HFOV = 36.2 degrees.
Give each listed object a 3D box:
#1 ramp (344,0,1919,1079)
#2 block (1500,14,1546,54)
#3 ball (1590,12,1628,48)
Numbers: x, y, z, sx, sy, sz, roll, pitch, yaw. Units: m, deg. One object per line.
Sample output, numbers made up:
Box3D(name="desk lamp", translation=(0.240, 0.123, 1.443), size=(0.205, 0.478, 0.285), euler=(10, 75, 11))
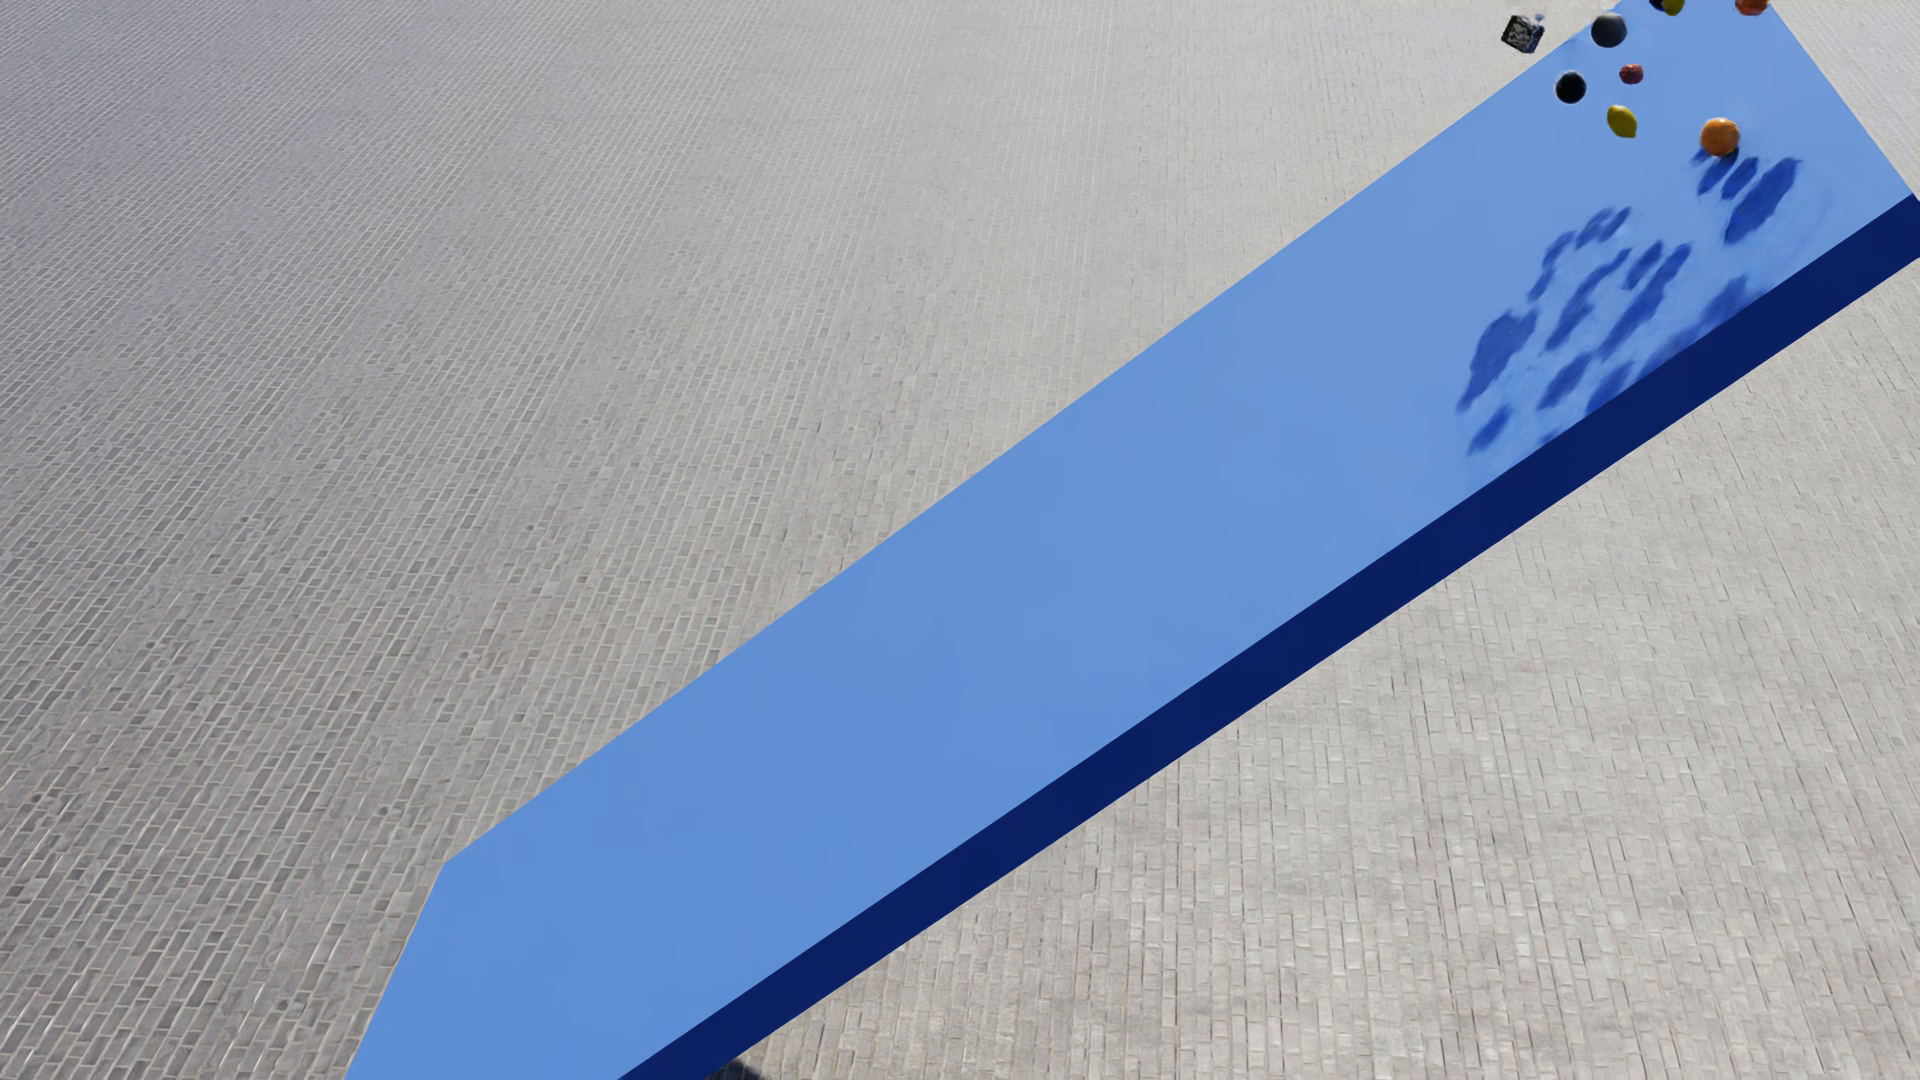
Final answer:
Box3D(name="ramp", translation=(0.120, 0.185, 6.341), size=(4.000, 0.100, 2.000), euler=(-36, 16, 18))
Box3D(name="block", translation=(1.108, -0.995, 5.788), size=(0.055, 0.055, 0.055), euler=(35, 23, 22))
Box3D(name="ball", translation=(1.286, -1.010, 5.828), size=(0.070, 0.070, 0.070), euler=(0, 24, 0))
